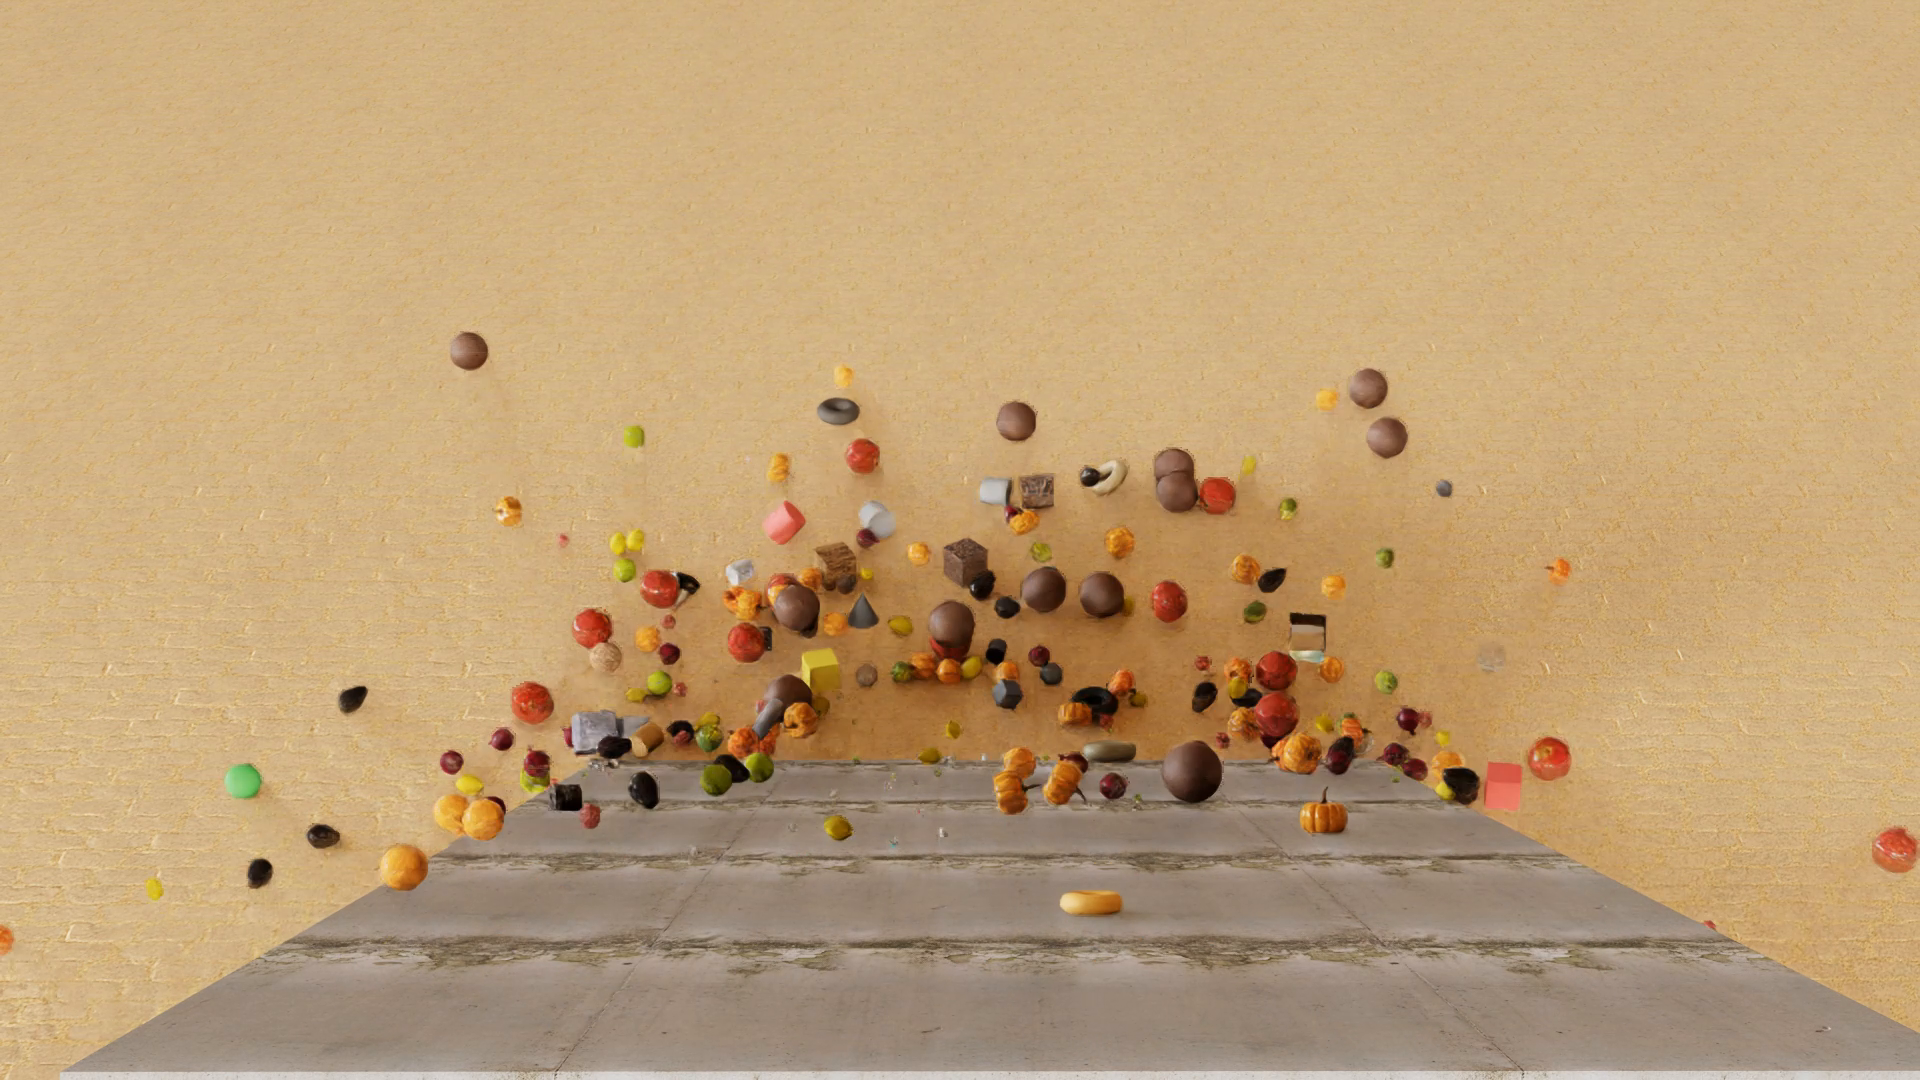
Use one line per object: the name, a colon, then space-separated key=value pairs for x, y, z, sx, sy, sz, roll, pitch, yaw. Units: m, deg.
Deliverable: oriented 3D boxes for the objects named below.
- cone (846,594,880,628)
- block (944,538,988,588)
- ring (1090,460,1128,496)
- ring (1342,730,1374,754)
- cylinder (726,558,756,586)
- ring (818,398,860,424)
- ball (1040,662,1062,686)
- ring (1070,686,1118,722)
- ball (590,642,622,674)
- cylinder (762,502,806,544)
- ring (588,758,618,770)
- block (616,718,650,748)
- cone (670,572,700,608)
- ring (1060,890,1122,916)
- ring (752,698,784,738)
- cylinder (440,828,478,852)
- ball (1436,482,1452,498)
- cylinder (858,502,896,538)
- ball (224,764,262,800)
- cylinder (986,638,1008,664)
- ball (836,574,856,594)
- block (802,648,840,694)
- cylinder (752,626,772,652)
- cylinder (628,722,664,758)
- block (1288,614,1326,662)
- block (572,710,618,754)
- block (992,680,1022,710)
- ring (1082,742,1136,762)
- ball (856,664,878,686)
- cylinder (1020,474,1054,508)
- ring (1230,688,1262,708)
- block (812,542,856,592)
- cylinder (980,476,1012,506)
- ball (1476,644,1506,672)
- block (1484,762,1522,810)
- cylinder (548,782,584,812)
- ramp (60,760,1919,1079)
cone: x=-0.278 y=0.188 z=7.391 sx=0.093 sy=0.093 sz=0.093 roll=0 pitch=31 yaw=0
block: x=0.017 y=0.066 z=7.597 sx=0.094 sy=0.094 sz=0.094 roll=-21 pitch=37 yaw=-32
ring: x=0.461 y=-0.193 z=8.015 sx=0.134 sy=0.045 sz=0.134 roll=-35 pitch=28 yaw=22
ring: x=1.054 y=0.537 z=6.866 sx=0.087 sy=0.029 sz=0.087 roll=-4 pitch=32 yaw=2
cylinder: x=-0.618 y=0.090 z=7.297 sx=0.060 sy=0.060 sz=0.060 roll=-23 pitch=38 yaw=-32
ring: x=-0.398 y=-0.421 z=8.466 sx=0.139 sy=0.046 sz=0.139 roll=1 pitch=30 yaw=0
ball: x=0.251 y=0.368 z=7.118 sx=0.062 sy=0.062 sz=0.062 roll=0 pitch=31 yaw=0
ring: x=0.363 y=0.443 z=7.011 sx=0.131 sy=0.044 sz=0.131 roll=-1 pitch=32 yaw=0
ball: x=-0.980 y=0.326 z=7.159 sx=0.088 sy=0.088 sz=0.088 roll=0 pitch=31 yaw=0
cylinder: x=-0.525 y=-0.050 z=7.738 sx=0.093 sy=0.093 sz=0.093 roll=41 pitch=19 yaw=-17
ring: x=-0.884 y=0.553 z=6.406 sx=0.076 sy=0.025 sz=0.076 roll=1 pitch=-2 yaw=0
block: x=-0.865 y=0.508 z=6.824 sx=0.075 sy=0.075 sz=0.075 roll=2 pitch=-9 yaw=-31
cone: x=-0.812 y=0.161 z=7.487 sx=0.096 sy=0.096 sz=0.096 roll=9 pitch=59 yaw=15
ring: x=0.194 y=0.539 z=3.852 sx=0.092 sy=0.031 sz=0.092 roll=0 pitch=-2 yaw=0
ring: x=-0.486 y=0.451 z=6.541 sx=0.038 sy=0.114 sz=0.114 roll=34 pitch=33 yaw=-6
cylinder: x=-1.217 y=0.775 z=6.399 sx=0.093 sy=0.093 sz=0.093 roll=26 pitch=39 yaw=36
ball: x=1.501 y=-0.157 z=8.017 sx=0.050 sy=0.050 sz=0.050 roll=0 pitch=31 yaw=0
cylinder: x=-0.249 y=-0.061 z=7.794 sx=0.087 sy=0.087 sz=0.087 roll=-11 pitch=25 yaw=-18
ball: x=-1.846 y=0.622 z=6.663 sx=0.091 sy=0.091 sz=0.091 roll=0 pitch=31 yaw=0
cylinder: x=0.102 y=0.310 z=7.227 sx=0.052 sy=0.052 sz=0.052 roll=6 pitch=31 yaw=10
ball: x=-0.333 y=0.128 z=7.527 sx=0.058 sy=0.058 sz=0.058 roll=0 pitch=31 yaw=0
block: x=-0.383 y=0.360 z=7.112 sx=0.083 sy=0.083 sz=0.083 roll=-9 pitch=32 yaw=-15
cylinder: x=-0.553 y=0.276 z=7.243 sx=0.055 sy=0.055 sz=0.055 roll=0 pitch=67 yaw=-1
cylinder: x=-0.820 y=0.521 z=6.758 sx=0.068 sy=0.068 sz=0.068 roll=20 pitch=40 yaw=30
block: x=0.971 y=0.273 z=7.245 sx=0.097 sy=0.097 sz=0.097 roll=2 pitch=31 yaw=4
block: x=-0.959 y=0.506 z=6.794 sx=0.098 sy=0.098 sz=0.098 roll=-1 pitch=-11 yaw=-20
block: x=0.128 y=0.418 z=7.013 sx=0.054 sy=0.054 sz=0.054 roll=13 pitch=36 yaw=-32
ring: x=0.385 y=0.543 z=6.655 sx=0.140 sy=0.047 sz=0.140 roll=-1 pitch=-1 yaw=0
ball: x=-0.256 y=0.372 z=7.112 sx=0.062 sy=0.062 sz=0.062 roll=0 pitch=31 yaw=0
cylinder: x=0.237 y=-0.148 z=7.948 sx=0.100 sy=0.100 sz=0.100 roll=-4 pitch=31 yaw=1
ring: x=0.780 y=0.429 z=7.043 sx=0.087 sy=0.029 sz=0.087 roll=-1 pitch=23 yaw=0
block: x=-0.366 y=0.077 z=7.577 sx=0.095 sy=0.095 sz=0.095 roll=-14 pitch=34 yaw=-23
cylinder: x=0.109 y=-0.150 z=7.965 sx=0.082 sy=0.082 sz=0.082 roll=8 pitch=31 yaw=11
ball: x=1.471 y=0.327 z=7.169 sx=0.081 sy=0.081 sz=0.081 roll=0 pitch=31 yaw=0
block: x=1.394 y=0.632 z=6.651 sx=0.085 sy=0.085 sz=0.085 roll=4 pitch=31 yaw=7
cylinder: x=-0.812 y=0.531 z=5.332 sx=0.054 sy=0.054 sz=0.054 roll=17 pitch=24 yaw=-23
ramp: x=0.068 y=0.608 z=4.676 sx=2.000 sy=0.100 sz=4.000 roll=0 pitch=0 yaw=0
